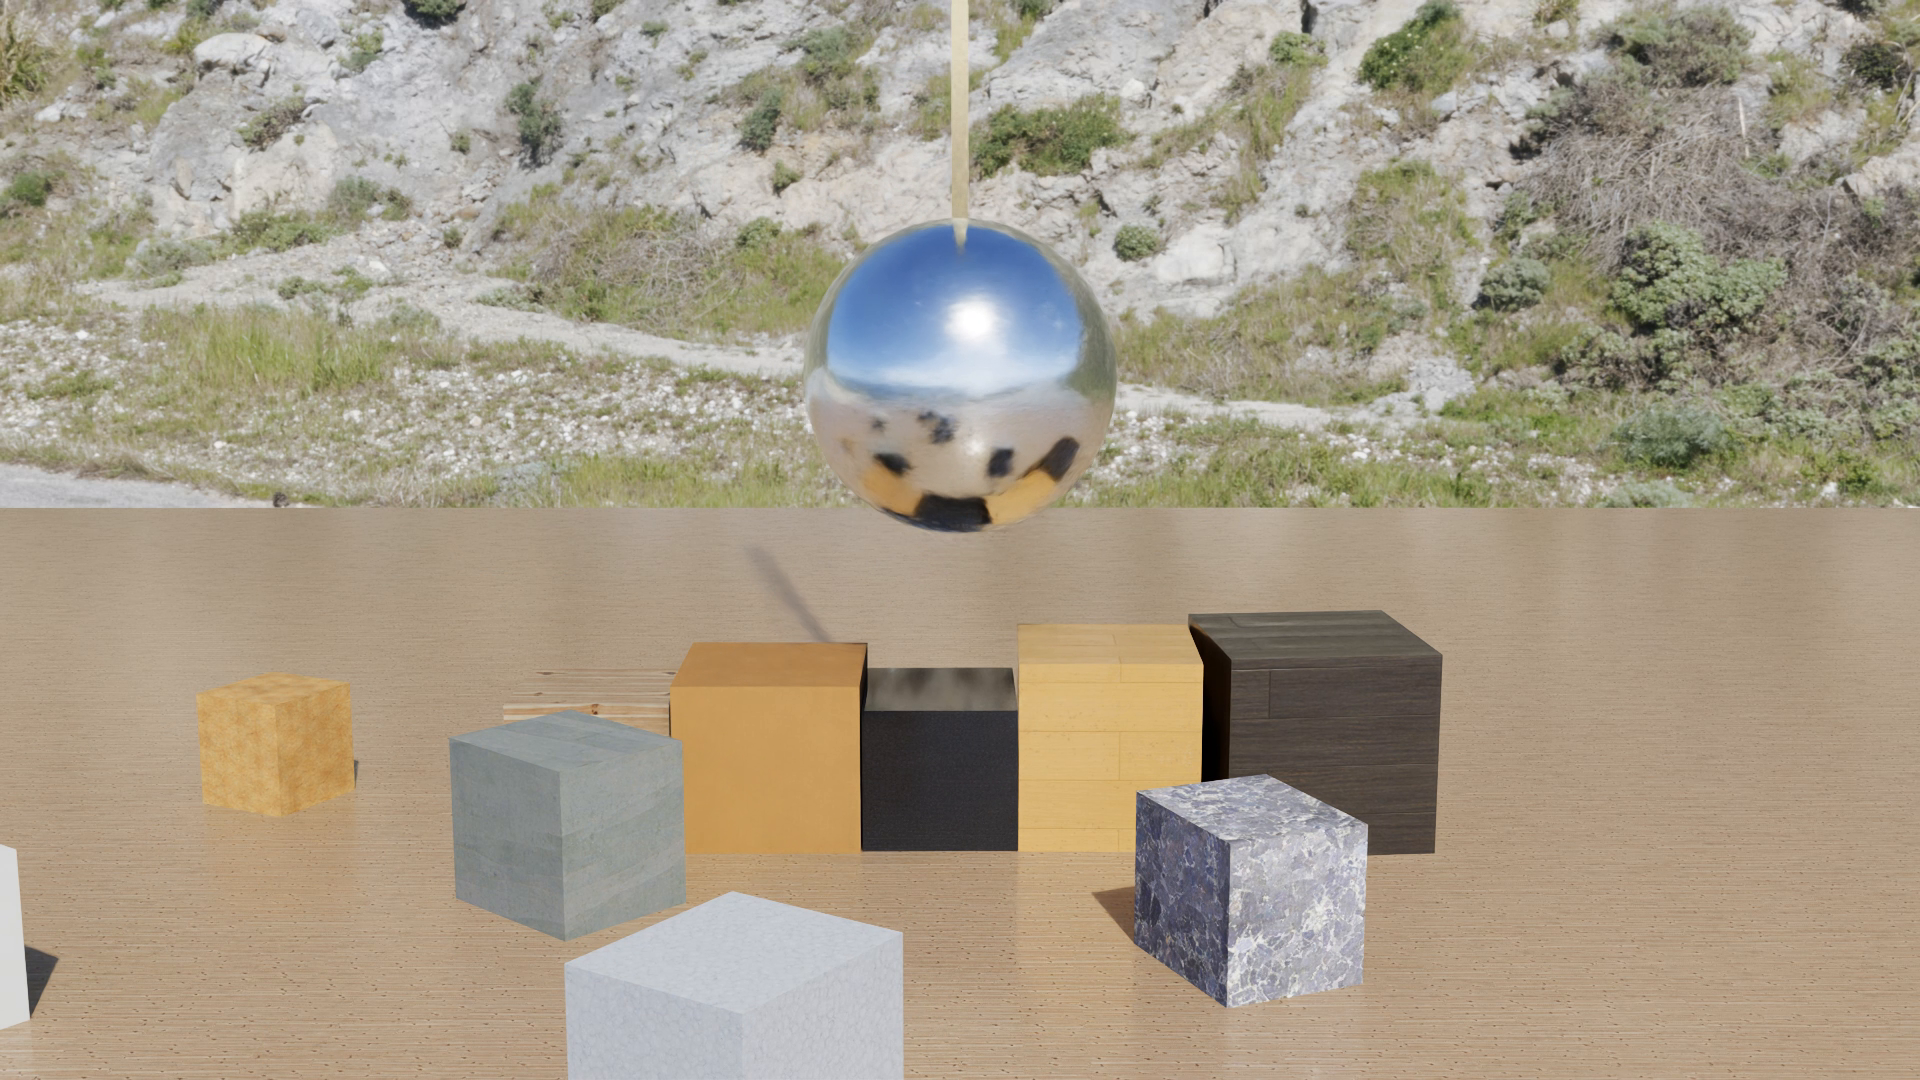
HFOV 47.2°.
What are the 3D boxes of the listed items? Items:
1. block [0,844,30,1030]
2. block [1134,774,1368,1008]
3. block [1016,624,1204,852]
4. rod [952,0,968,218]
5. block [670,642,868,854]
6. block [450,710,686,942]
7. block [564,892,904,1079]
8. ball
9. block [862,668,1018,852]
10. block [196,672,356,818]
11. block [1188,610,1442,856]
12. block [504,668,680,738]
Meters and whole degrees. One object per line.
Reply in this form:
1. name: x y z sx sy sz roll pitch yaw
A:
1. block: -4.277 1.604 8.735 0.720 0.718 0.762 7 13 35
2. block: 1.234 1.485 9.440 0.658 0.701 0.807 -4 11 -23
3. block: 0.750 1.003 11.357 0.905 0.964 0.914 0 10 1
4. rod: 0.000 -4.161 10.474 0.080 5.200 0.080 0 11 0
5. block: -0.961 1.056 11.366 0.932 0.856 0.969 0 10 0
6. block: -1.822 1.303 10.222 0.838 0.780 0.698 9 14 42
7. block: -0.736 1.777 7.329 0.743 0.880 0.844 7 12 33
8. ball: 0.000 -0.828 11.146 1.600 1.600 1.600 0 10 0
9. block: -0.103 1.120 11.380 0.773 0.724 0.901 0 10 0
10. block: -3.687 1.093 11.866 0.556 0.605 0.559 5 12 27
11. block: 1.792 0.979 11.340 1.054 1.017 1.051 -1 10 -6
12. block: -1.852 1.113 11.370 0.831 0.742 0.779 0 10 0
